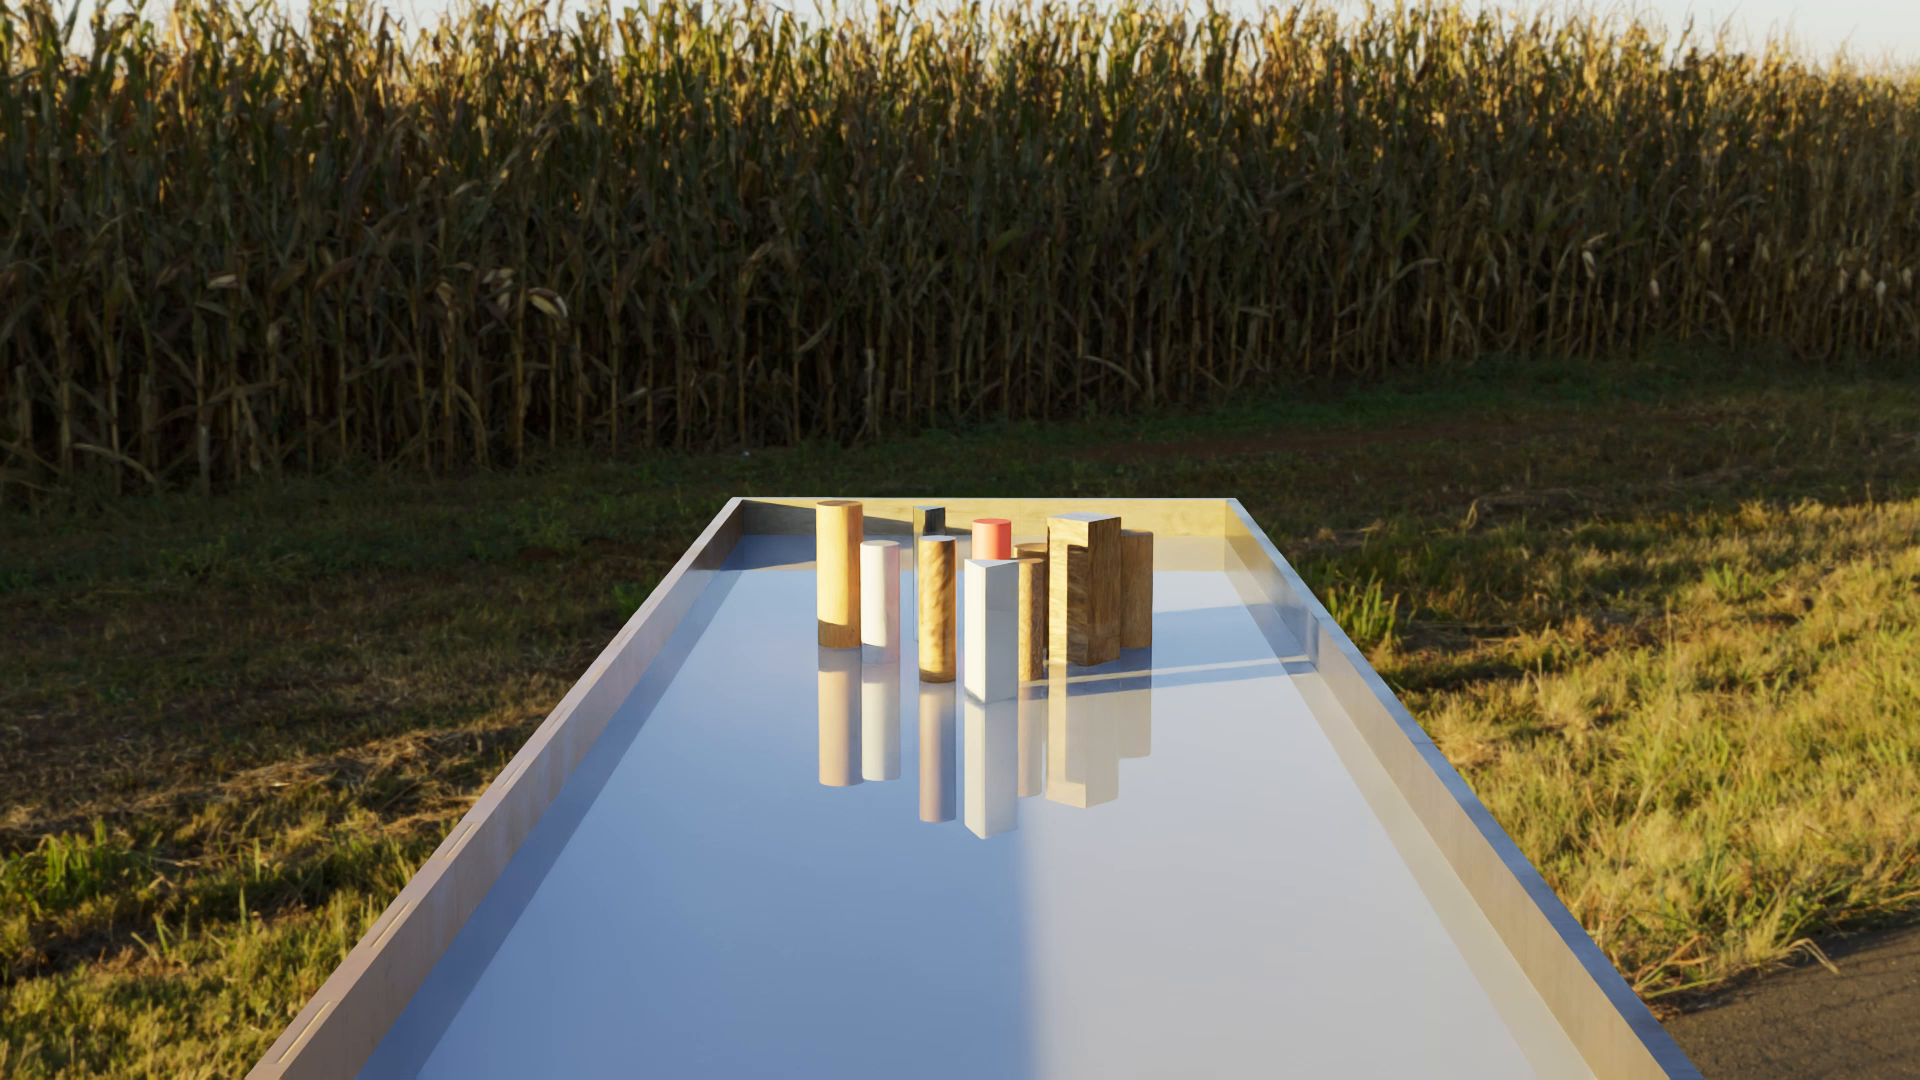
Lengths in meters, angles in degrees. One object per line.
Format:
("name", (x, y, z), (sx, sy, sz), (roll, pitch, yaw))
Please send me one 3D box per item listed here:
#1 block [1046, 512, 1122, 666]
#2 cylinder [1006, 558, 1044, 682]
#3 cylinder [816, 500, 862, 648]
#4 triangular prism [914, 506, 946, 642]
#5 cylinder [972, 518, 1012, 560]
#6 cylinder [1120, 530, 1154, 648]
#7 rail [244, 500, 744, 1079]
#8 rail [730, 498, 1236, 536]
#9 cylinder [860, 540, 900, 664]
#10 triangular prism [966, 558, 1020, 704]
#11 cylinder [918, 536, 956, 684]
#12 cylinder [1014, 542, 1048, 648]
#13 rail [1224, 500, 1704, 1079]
("block", (0.376, 0.147, 6.680), (0.158, 0.440, 0.158), (8, 12, 42))
("cylinder", (0.187, 0.231, 6.439), (0.112, 0.348, 0.112), (0, 9, 0))
("cylinder", (-0.377, 0.106, 6.916), (0.145, 0.446, 0.145), (0, 9, 0))
("triangular prism", (-0.113, 0.109, 6.946), (0.088, 0.430, 0.102), (8, 12, 40))
("cylinder", (0.096, 0.155, 6.657), (0.117, 0.429, 0.117), (0, 9, 0))
("cylinder", (0.533, 0.152, 6.920), (0.148, 0.354, 0.148), (0, 9, 0))
("rail", (-1.004, 0.839, 3.234), (0.050, 0.150, 12.000), (0, 9, 1))
("rail", (0.099, -0.098, 9.147), (2.100, 0.150, 0.050), (0, 9, 1))
("cylinder", (-0.241, 0.189, 6.665), (0.118, 0.361, 0.118), (0, 9, 0))
("triangular prism", (0.066, 0.251, 6.188), (0.133, 0.387, 0.153), (8, 12, 41))
("cylinder", (-0.066, 0.201, 6.405), (0.109, 0.417, 0.109), (0, 9, 0))
("cylinder", (0.247, 0.172, 6.941), (0.155, 0.307, 0.155), (0, 9, 0))
("rail", (1.046, 0.843, 3.208), (0.050, 0.150, 12.000), (0, 9, 1))
